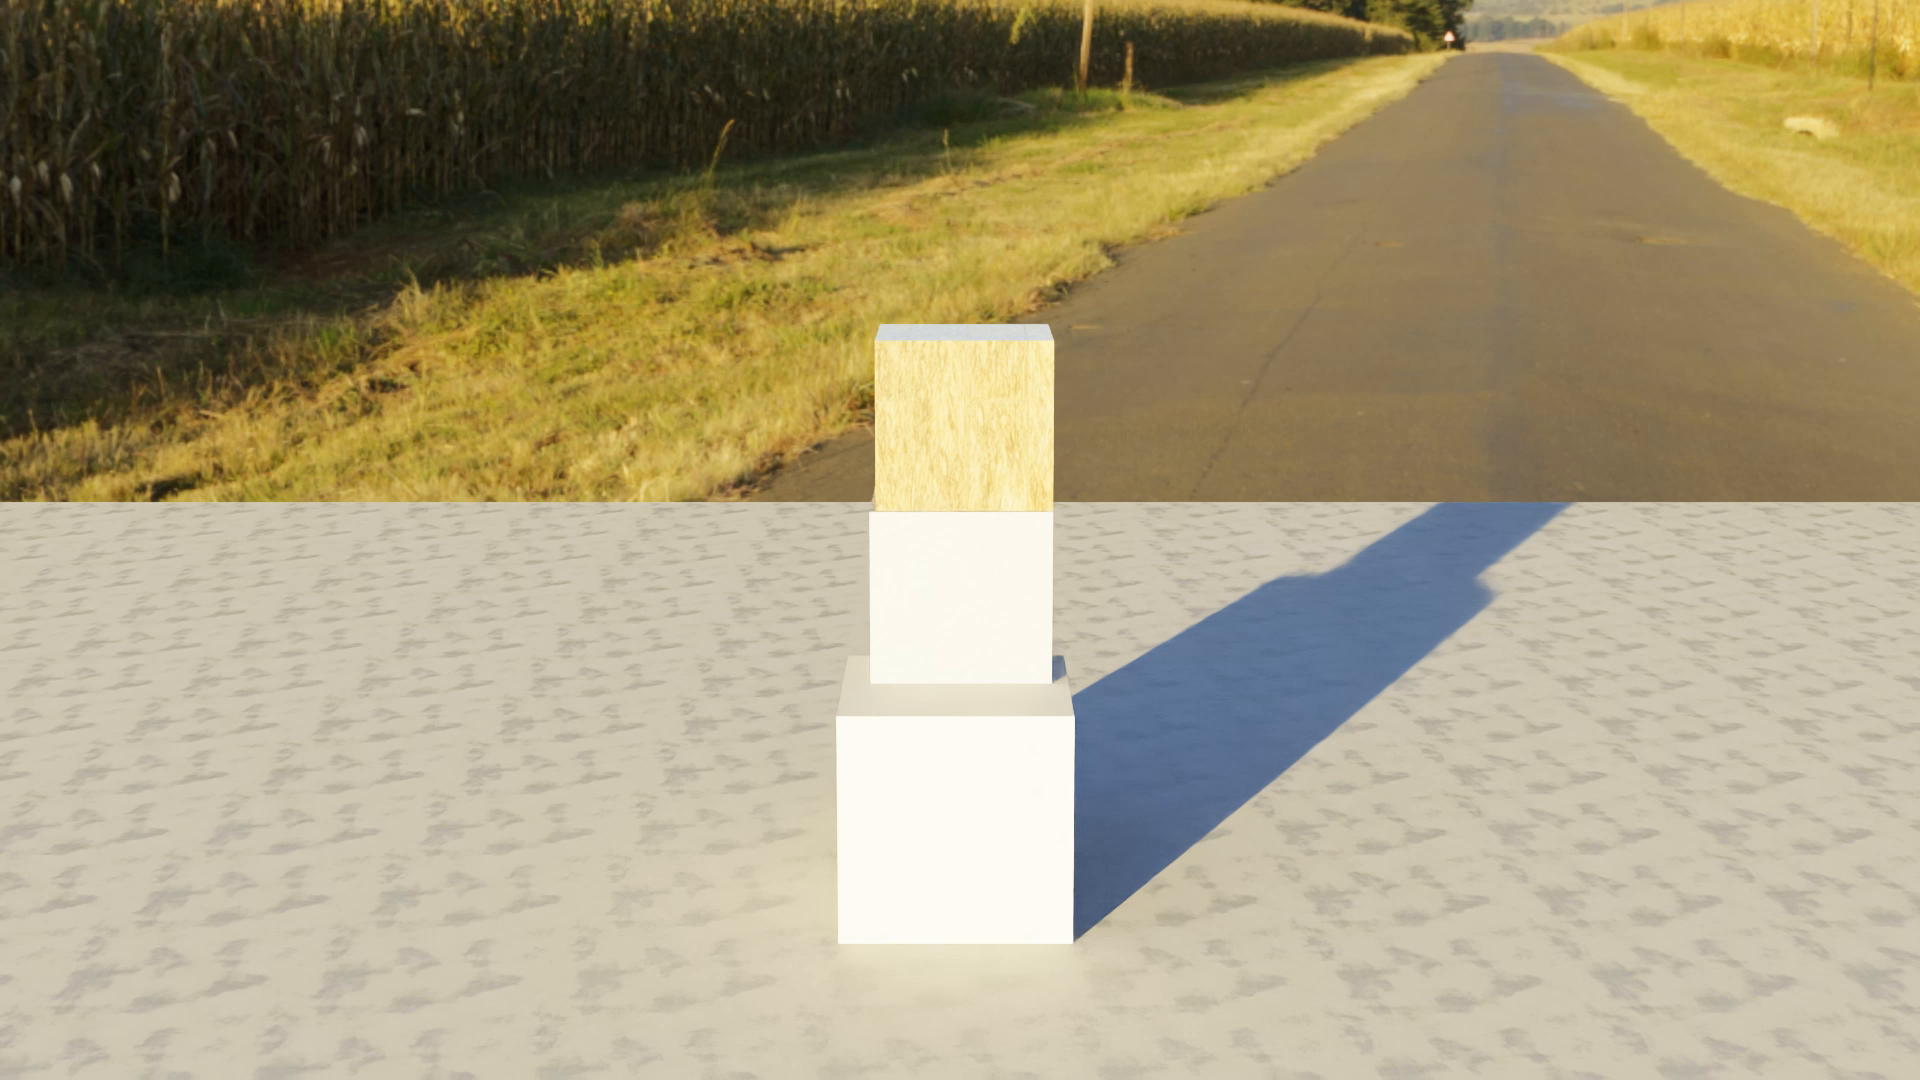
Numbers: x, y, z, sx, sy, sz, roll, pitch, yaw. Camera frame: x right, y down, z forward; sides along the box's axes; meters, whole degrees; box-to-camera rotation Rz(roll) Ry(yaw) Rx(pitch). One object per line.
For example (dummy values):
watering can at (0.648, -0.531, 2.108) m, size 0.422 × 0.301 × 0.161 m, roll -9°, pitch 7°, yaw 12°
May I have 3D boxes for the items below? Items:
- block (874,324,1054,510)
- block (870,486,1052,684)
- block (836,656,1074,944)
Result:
block at (0.018, -0.540, 11.082) m, size 0.745 × 0.716 × 0.713 m, roll 0°, pitch 10°, yaw 0°
block at (0.005, 0.174, 11.212) m, size 0.768 × 0.736 × 0.806 m, roll 0°, pitch 10°, yaw 0°
block at (-0.018, 1.082, 10.944) m, size 0.957 × 0.955 × 1.095 m, roll 0°, pitch 10°, yaw 0°
